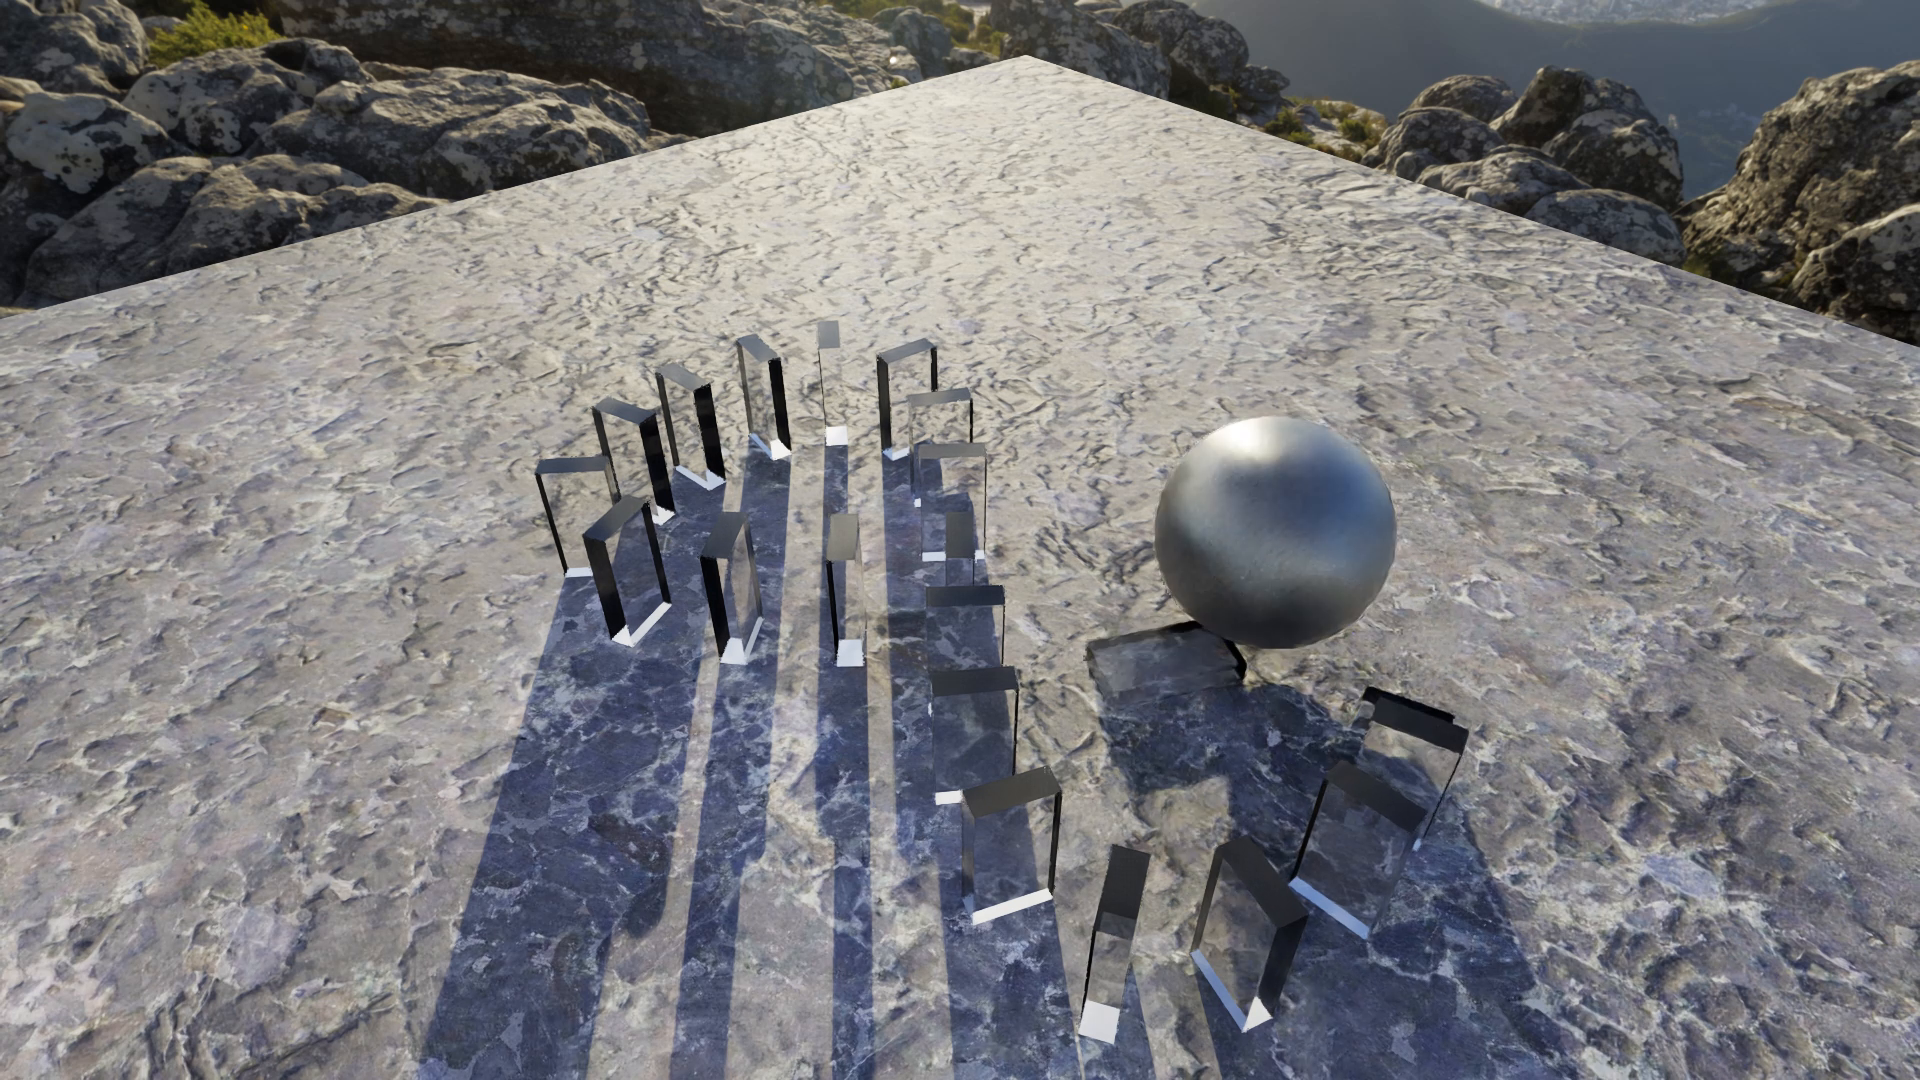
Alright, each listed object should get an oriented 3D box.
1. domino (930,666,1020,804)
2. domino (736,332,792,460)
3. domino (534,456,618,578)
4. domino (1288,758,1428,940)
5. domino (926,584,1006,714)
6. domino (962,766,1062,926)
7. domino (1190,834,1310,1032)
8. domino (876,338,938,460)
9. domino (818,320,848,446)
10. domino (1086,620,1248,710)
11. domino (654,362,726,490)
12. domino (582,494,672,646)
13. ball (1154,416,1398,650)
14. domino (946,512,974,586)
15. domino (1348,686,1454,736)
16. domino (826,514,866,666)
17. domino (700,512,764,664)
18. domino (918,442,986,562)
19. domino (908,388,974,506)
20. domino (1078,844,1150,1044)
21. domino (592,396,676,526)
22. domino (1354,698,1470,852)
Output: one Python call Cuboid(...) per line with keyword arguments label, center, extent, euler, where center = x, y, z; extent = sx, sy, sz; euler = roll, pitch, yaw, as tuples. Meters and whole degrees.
Cuboid(label="domino", center=(0.004, 0.061, 0.338), extent=(0.025, 0.050, 0.009), euler=(-5, 40, -6))
Cuboid(label="domino", center=(-0.087, -0.063, 0.489), extent=(0.009, 0.050, 0.025), euler=(-23, 44, -25))
Cuboid(label="domino", center=(-0.143, -0.008, 0.422), extent=(0.025, 0.050, 0.009), euler=(-3, 39, -4))
Cuboid(label="domino", center=(0.110, 0.086, 0.306), extent=(0.009, 0.050, 0.025), euler=(-32, 49, -33))
Cuboid(label="domino", center=(0.002, 0.037, 0.366), extent=(0.025, 0.050, 0.010), euler=(-2, 39, -2))
Cuboid(label="domino", center=(0.014, 0.086, 0.307), extent=(0.025, 0.050, 0.009), euler=(-13, 41, -16))
Cuboid(label="domino", center=(0.074, 0.103, 0.286), extent=(0.009, 0.050, 0.025), euler=(-16, 42, -19))
Cuboid(label="domino", center=(-0.023, -0.062, 0.487), extent=(0.025, 0.050, 0.009), euler=(-24, 45, -27))
Cuboid(label="domino", center=(-0.058, -0.071, 0.498), extent=(0.010, 0.050, 0.025), euler=(-4, 40, -5))
Cuboid(label="domino", center=(0.073, 0.043, 0.391), extent=(0.050, 0.010, 0.025), euler=(-10, 40, -12))
Cuboid(label="domino", center=(-0.115, -0.048, 0.470), extent=(0.025, 0.050, 0.009), euler=(30, 48, 31))
Cuboid(label="domino", center=(-0.119, 0.012, 0.397), extent=(0.010, 0.050, 0.025), euler=(15, 42, 18))
Cuboid(label="ball", center=(0.107, -0.002, 0.378), extent=(0.080, 0.080, 0.080), euler=(0, 39, 0))
Cuboid(label="domino", center=(0.000, 0.017, 0.390), extent=(0.009, 0.050, 0.025), euler=(0, 39, 0))
Cuboid(label="domino", center=(0.137, 0.058, 0.345), extent=(0.025, 0.050, 0.010), euler=(19, 81, 20))
Cuboid(label="domino", center=(-0.040, 0.018, 0.389), extent=(0.010, 0.050, 0.025), euler=(-1, 39, -1))
Cuboid(label="domino", center=(-0.080, 0.017, 0.390), extent=(0.010, 0.050, 0.025), euler=(5, 40, 6))
Cuboid(label="domino", center=(-0.003, -0.014, 0.429), extent=(0.025, 0.050, 0.009), euler=(-2, 39, -3))
Cuboid(label="domino", center=(-0.008, -0.038, 0.458), extent=(0.025, 0.050, 0.010), euler=(-9, 40, -10))
Cuboid(label="domino", center=(0.040, 0.105, 0.284), extent=(0.010, 0.050, 0.025), euler=(11, 41, 13))
Cuboid(label="domino", center=(-0.133, -0.032, 0.451), extent=(0.025, 0.050, 0.009), euler=(20, 43, 22))
Cuboid(label="domino", center=(0.130, 0.070, 0.326), extent=(0.025, 0.050, 0.009), euler=(20, 48, 23))
